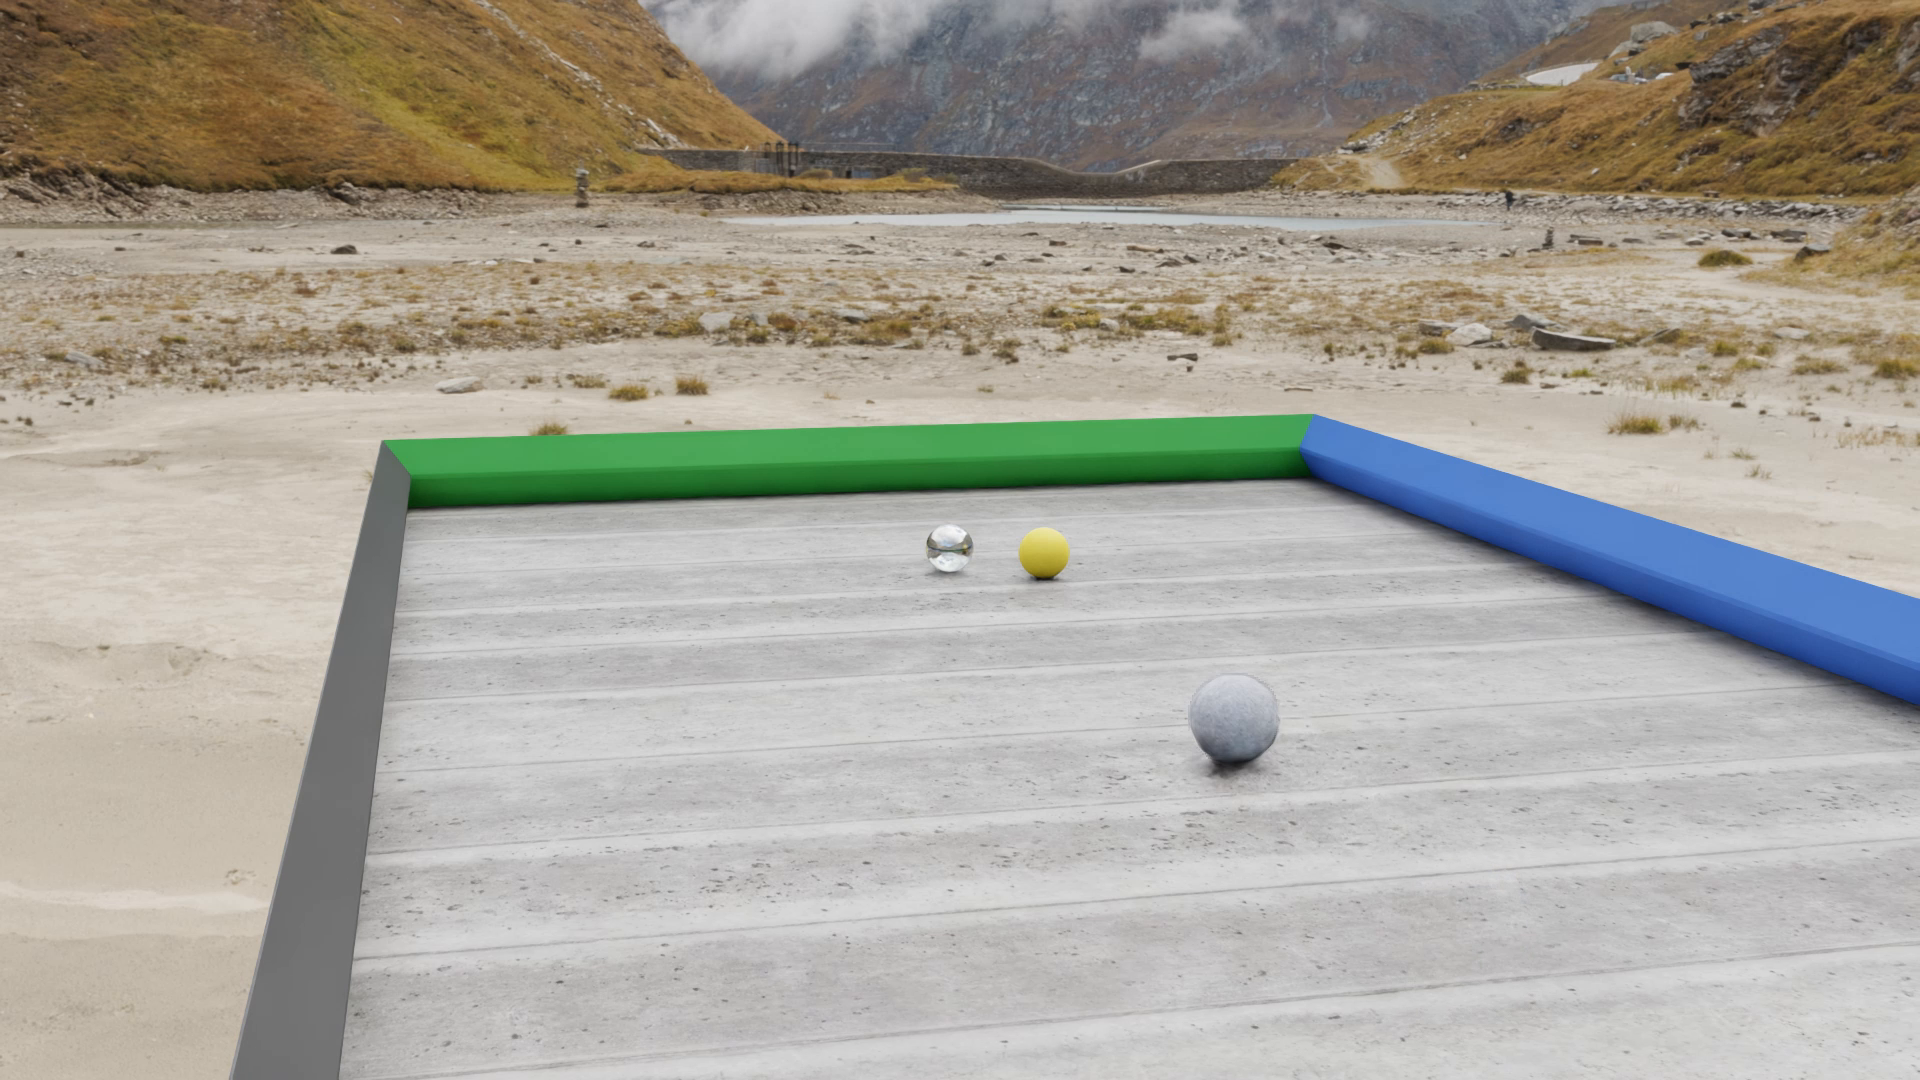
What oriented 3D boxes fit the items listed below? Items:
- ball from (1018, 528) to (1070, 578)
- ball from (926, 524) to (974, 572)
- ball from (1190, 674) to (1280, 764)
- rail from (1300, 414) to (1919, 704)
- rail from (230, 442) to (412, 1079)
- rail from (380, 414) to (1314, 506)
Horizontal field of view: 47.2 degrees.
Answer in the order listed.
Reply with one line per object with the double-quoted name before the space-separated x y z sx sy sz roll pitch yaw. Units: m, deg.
"ball" 0.115 0.018 3.005 0.070 0.070 0.070 0 10 0
"ball" -0.014 0.011 3.049 0.067 0.067 0.067 0 10 0
"ball" 0.262 0.171 2.096 0.085 0.085 0.085 0 10 0
"rail" 0.920 0.066 2.611 0.045 0.110 2.769 -2 10 -13
"rail" -0.612 0.127 2.267 0.045 0.110 2.769 -2 10 -13
"rail" -0.149 -0.135 3.745 1.619 0.110 0.045 -2 10 -13
